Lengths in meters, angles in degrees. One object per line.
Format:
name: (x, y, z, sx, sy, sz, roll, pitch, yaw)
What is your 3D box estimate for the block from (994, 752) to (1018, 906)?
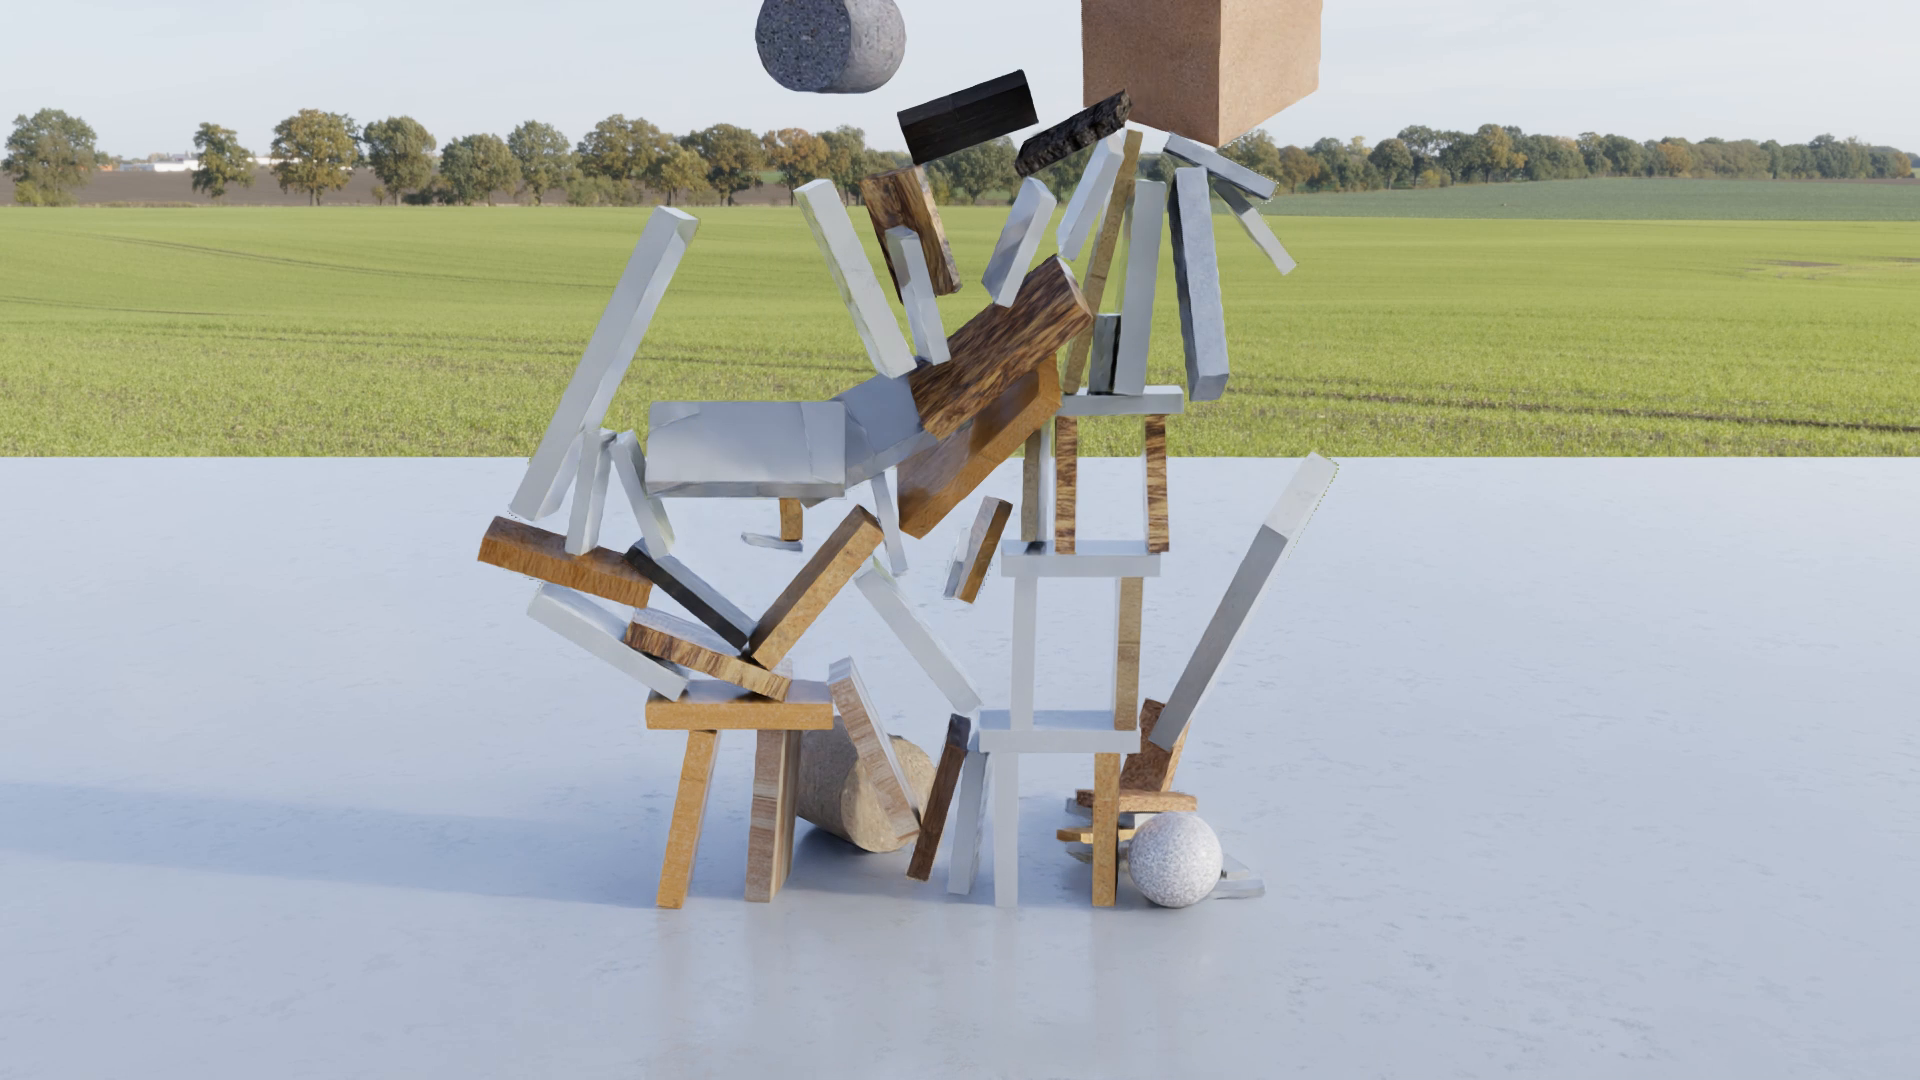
block: (0.076, 0.461, 3.646, 0.037, 0.261, 0.131, 0, 10, 0)

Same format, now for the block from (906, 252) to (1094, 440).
block: (0.058, -0.300, 3.412, 0.306, 0.043, 0.153, -37, 36, 15)

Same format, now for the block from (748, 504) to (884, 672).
block: (-0.237, 0.075, 3.592, 0.041, 0.286, 0.143, 39, 5, -14)

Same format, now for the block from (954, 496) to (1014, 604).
block: (0.032, 0.016, 3.655, 0.025, 0.177, 0.089, 23, -2, -17)

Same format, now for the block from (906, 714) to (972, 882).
block: (-0.034, 0.429, 3.669, 0.035, 0.250, 0.125, 16, 20, -1)

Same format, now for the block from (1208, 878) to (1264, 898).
block: (0.459, 0.581, 3.661, 0.092, 0.013, 0.046, -4, 10, 5)

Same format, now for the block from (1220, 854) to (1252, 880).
block: (0.459, 0.562, 3.784, 0.046, 0.013, 0.092, -4, 11, -19)

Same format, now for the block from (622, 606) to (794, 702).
block: (-0.408, 0.182, 3.593, 0.275, 0.039, 0.138, 21, 9, -8)

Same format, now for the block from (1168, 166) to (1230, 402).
block: (0.368, -0.394, 3.411, 0.047, 0.328, 0.164, -5, -10, 0)

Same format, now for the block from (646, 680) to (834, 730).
block: (-0.358, 0.270, 3.610, 0.301, 0.043, 0.150, 0, 11, -3)

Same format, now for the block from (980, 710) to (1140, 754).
block: (0.163, 0.314, 3.622, 0.261, 0.037, 0.131, 0, 11, 1)

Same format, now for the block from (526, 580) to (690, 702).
block: (-0.568, 0.160, 3.576, 0.275, 0.039, 0.138, 32, 7, -9)

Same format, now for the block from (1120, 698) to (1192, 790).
block: (0.364, 0.402, 4.127, 0.096, 0.192, 0.027, 17, -1, 40)

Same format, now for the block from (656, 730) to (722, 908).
block: (-0.446, 0.441, 3.642, 0.043, 0.301, 0.150, 12, 10, -2)

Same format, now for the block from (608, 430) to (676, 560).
block: (-0.510, -0.074, 3.536, 0.028, 0.194, 0.097, -18, 14, 5)

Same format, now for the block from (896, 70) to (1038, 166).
block: (0.013, -0.649, 3.380, 0.203, 0.029, 0.102, -19, -28, 3)

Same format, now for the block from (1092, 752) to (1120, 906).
block: (0.243, 0.461, 3.650, 0.037, 0.261, 0.131, 1, 11, 6)

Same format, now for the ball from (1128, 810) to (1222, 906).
ball: (0.353, 0.523, 3.605, 0.156, 0.156, 0.156, 0, 11, 0)

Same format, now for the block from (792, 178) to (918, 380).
block: (-0.163, -0.403, 3.381, 0.044, 0.311, 0.155, -26, 13, -6)

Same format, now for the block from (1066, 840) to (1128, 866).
block: (0.254, 0.541, 3.776, 0.130, 0.018, 0.065, 2, -21, 31)

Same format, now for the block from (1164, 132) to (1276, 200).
block: (0.401, -0.579, 3.411, 0.179, 0.025, 0.090, 26, 7, 0)

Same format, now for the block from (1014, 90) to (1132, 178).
block: (0.170, -0.609, 3.303, 0.179, 0.025, 0.090, -23, 25, 26)

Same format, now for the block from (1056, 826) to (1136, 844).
block: (0.241, 0.516, 3.859, 0.130, 0.018, 0.065, 0, 1, -37)

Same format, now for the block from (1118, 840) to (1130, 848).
block: (0.302, 0.540, 3.858, 0.065, 0.018, 0.130, -5, 7, -27)

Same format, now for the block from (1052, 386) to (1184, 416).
block: (0.242, -0.223, 3.514, 0.222, 0.031, 0.111, -1, 11, 2)

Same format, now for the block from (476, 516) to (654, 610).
block: (-0.631, 0.036, 3.552, 0.275, 0.039, 0.138, 17, 14, -8)

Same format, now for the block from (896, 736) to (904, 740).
block: (-0.172, 0.441, 4.373, 0.125, 0.035, 0.250, -1, 11, -3)

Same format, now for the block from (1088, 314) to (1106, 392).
block: (0.218, -0.299, 3.505, 0.017, 0.120, 0.060, 6, 10, 1)

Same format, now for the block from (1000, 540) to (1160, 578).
block: (0.193, 0.030, 3.565, 0.253, 0.036, 0.126, 0, 11, 0)

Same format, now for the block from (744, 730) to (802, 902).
block: (-0.309, 0.435, 3.670, 0.043, 0.301, 0.150, 7, 12, 8)

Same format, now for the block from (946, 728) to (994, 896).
block: (0.020, 0.456, 3.697, 0.035, 0.250, 0.125, 9, 12, 6)
